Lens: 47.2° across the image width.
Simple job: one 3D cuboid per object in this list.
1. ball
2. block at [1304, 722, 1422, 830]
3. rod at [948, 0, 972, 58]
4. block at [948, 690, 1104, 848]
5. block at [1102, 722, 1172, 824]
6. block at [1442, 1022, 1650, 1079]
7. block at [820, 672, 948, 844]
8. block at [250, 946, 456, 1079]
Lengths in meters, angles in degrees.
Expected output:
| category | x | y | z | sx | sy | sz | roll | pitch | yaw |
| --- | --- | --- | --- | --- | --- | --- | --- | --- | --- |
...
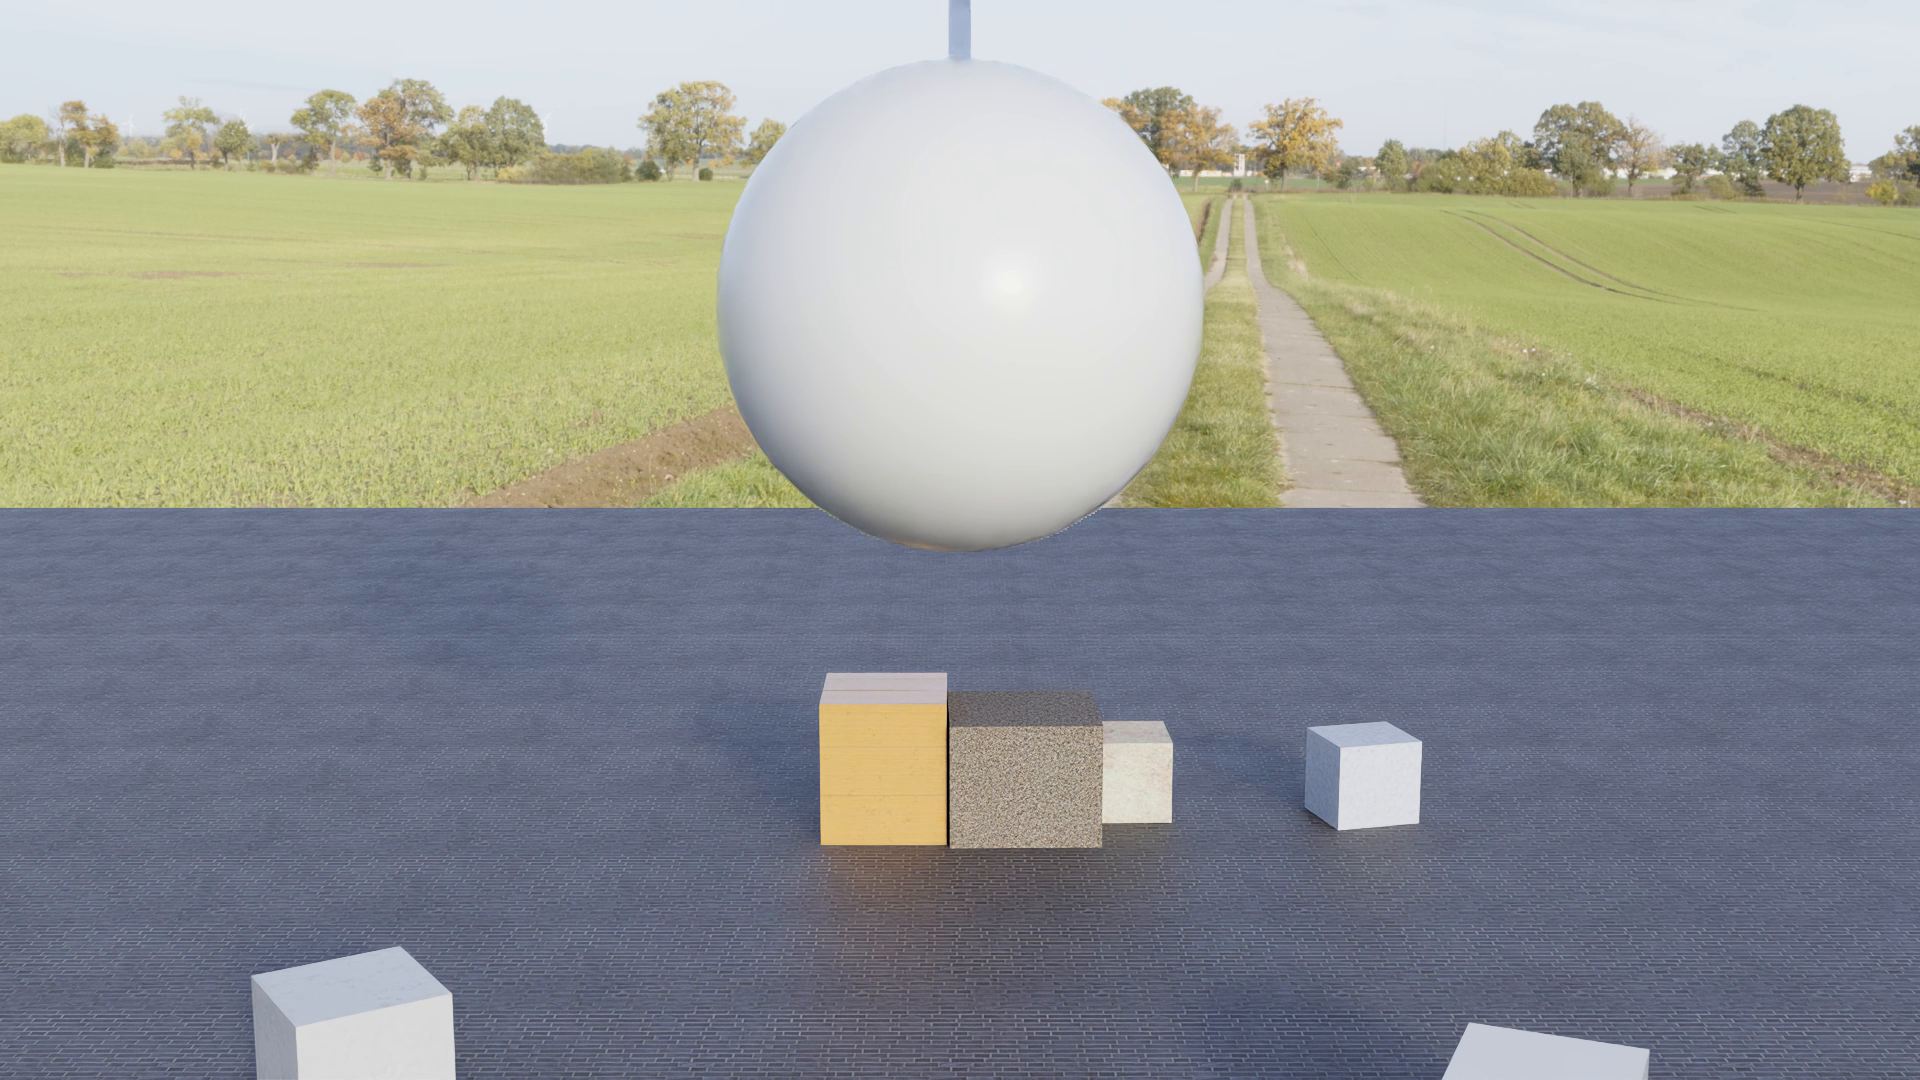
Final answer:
| category | x | y | z | sx | sy | sz | roll | pitch | yaw |
| --- | --- | --- | --- | --- | --- | --- | --- | --- | --- |
| ball | 0.000 | -0.762 | 7.206 | 1.600 | 1.600 | 1.600 | 0 | 10 | 0 |
| block | 2.114 | 1.234 | 11.553 | 0.458 | 0.439 | 0.418 | -3 | 11 | -15 |
| rod | 0.000 | -3.745 | 8.837 | 0.080 | 5.200 | 0.080 | 0 | -29 | 0 |
| block | 0.323 | 1.174 | 11.347 | 0.766 | 0.630 | 0.713 | 0 | 10 | -1 |
| block | 0.900 | 1.224 | 11.638 | 0.395 | 0.428 | 0.442 | 0 | 10 | -1 |
| block | 1.903 | 1.985 | 7.204 | 0.596 | 0.516 | 0.638 | 4 | 11 | 22 |
| block | -0.385 | 1.121 | 11.361 | 0.635 | 0.730 | 0.663 | 0 | 10 | 0 |
| block | -2.189 | 1.851 | 7.942 | 0.554 | 0.517 | 0.558 | -7 | 12 | -32 |
